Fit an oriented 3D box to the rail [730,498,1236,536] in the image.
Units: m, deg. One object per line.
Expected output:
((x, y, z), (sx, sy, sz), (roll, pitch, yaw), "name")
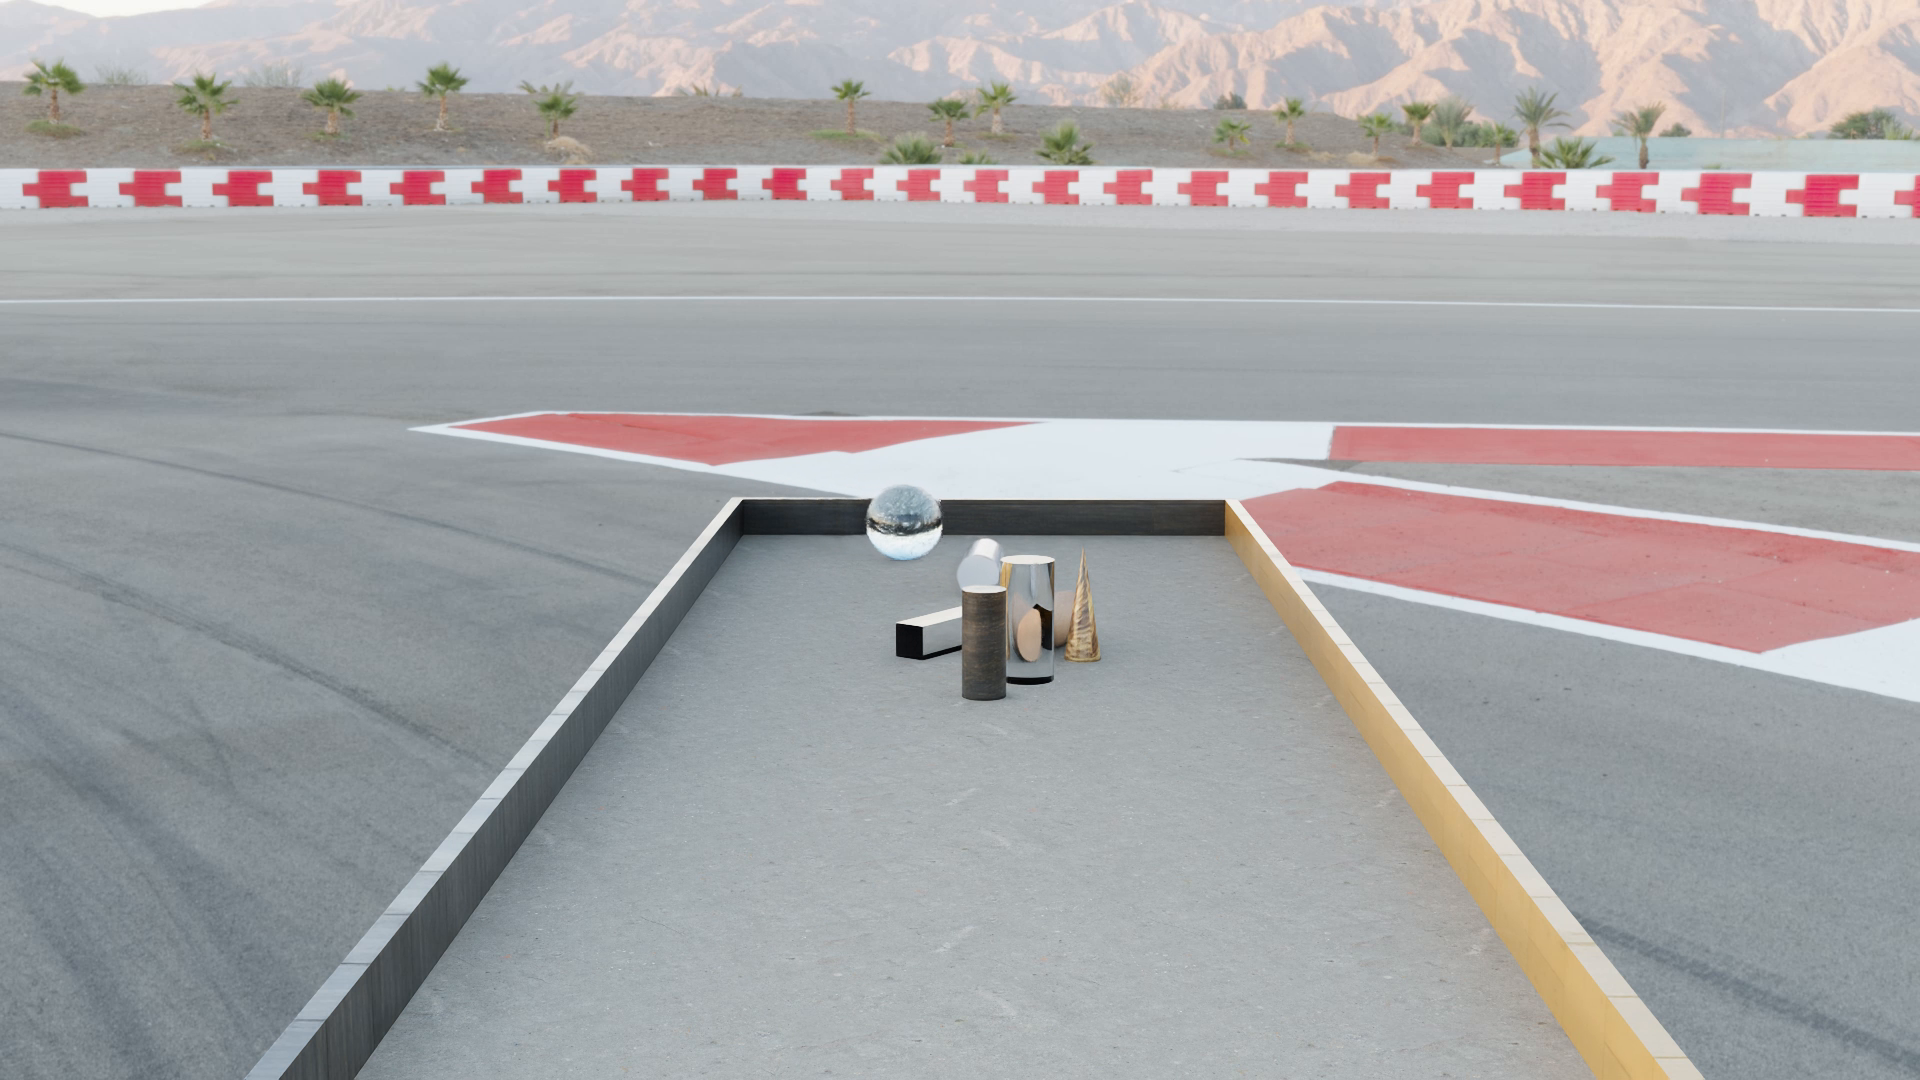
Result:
((0.099, -0.098, 9.147), (2.100, 0.150, 0.050), (0, 9, 1), "rail")

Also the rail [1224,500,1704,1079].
((1.046, 0.843, 3.208), (0.050, 0.150, 12.000), (0, 9, 1), "rail")

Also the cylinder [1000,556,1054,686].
((0.196, 0.232, 6.411), (0.158, 0.355, 0.158), (0, 9, 0), "cylinder")

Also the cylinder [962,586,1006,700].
((0.068, 0.289, 6.200), (0.125, 0.308, 0.125), (0, 9, 0), "cylinder")

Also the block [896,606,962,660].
((-0.020, 0.282, 6.895), (0.105, 0.105, 0.450), (7, 11, 36), "block")

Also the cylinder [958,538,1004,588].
((0.078, 0.097, 7.922), (0.150, 0.150, 0.353), (1, 9, 4), "cylinder")

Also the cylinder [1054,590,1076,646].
((0.262, 0.260, 6.852), (0.161, 0.161, 0.320), (6, 11, 32), "cylinder")

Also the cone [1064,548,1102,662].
((0.375, 0.189, 6.693), (0.114, 0.353, 0.114), (0, 9, 0), "cone")

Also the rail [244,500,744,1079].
((-1.004, 0.839, 3.234), (0.050, 0.150, 12.000), (0, 9, 1), "rail")

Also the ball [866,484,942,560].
((-0.216, -0.069, 8.494), (0.298, 0.298, 0.298), (0, 9, 0), "ball")
